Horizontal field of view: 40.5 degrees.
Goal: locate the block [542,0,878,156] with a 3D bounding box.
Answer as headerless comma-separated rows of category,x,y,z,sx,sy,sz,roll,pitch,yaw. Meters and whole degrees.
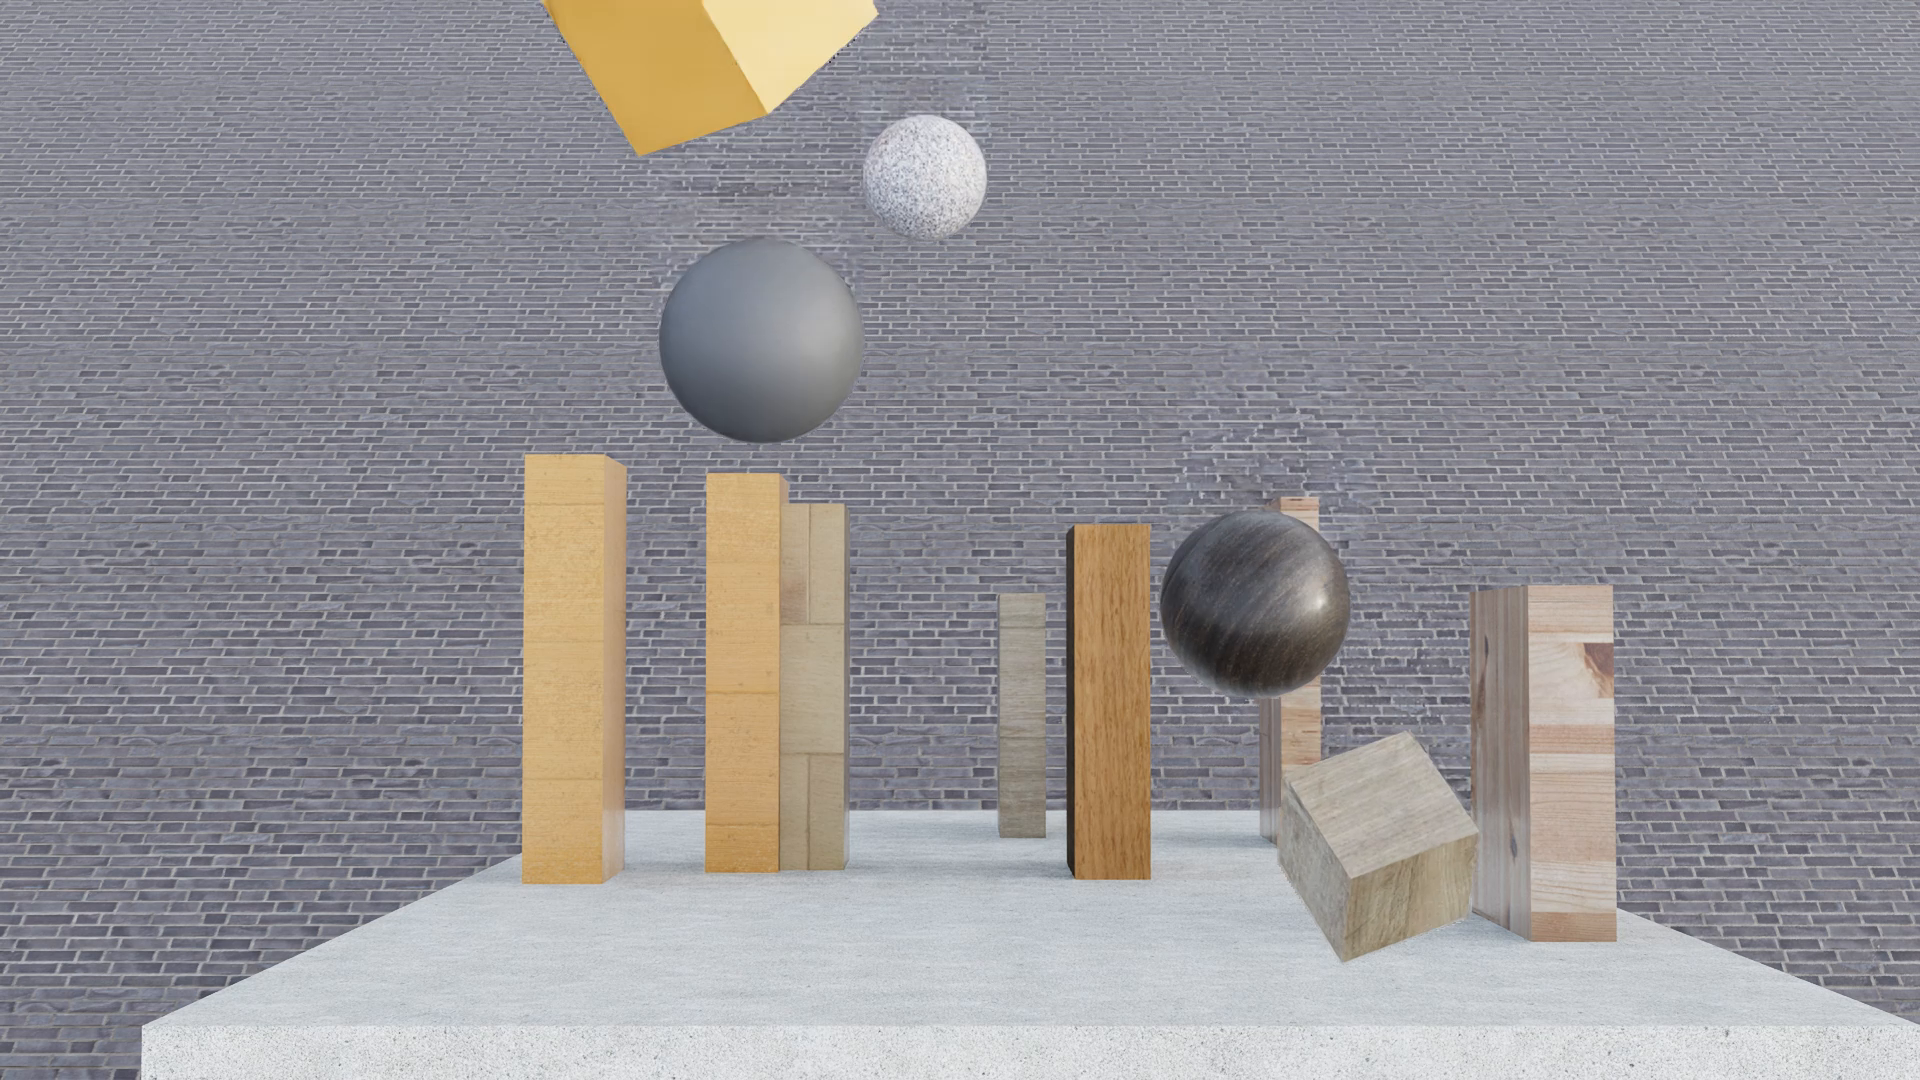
block,-0.254,-0.542,2.608,0.201,0.201,0.201,-8,32,44

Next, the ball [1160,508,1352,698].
ball,0.326,0.070,2.870,0.209,0.209,0.209,0,37,0

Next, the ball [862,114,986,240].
ball,-0.035,-0.355,2.552,0.122,0.122,0.122,0,37,0

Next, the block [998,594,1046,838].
block,0.143,0.408,6.127,0.104,0.554,0.443,0,-2,0

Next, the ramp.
ramp,0.081,0.683,4.918,2.000,0.100,4.000,0,-2,0

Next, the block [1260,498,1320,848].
block,0.731,0.293,5.788,0.084,0.754,0.415,0,-2,0

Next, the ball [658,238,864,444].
ball,-0.189,-0.189,2.472,0.194,0.194,0.194,0,37,0

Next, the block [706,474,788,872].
block,-0.417,0.259,5.115,0.139,0.764,0.276,0,-2,0

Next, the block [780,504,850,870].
block,-0.288,0.289,5.162,0.128,0.709,0.259,0,-2,0

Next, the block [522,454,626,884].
block,-0.722,0.241,4.895,0.145,0.781,0.319,0,-2,0

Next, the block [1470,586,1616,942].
block,0.891,0.334,4.004,0.124,0.517,0.440,0,-2,0

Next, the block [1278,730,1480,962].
block,0.457,0.336,2.858,0.154,0.154,0.154,-18,48,-13

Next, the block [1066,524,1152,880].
block,0.283,0.308,5.015,0.140,0.658,0.382,0,-2,0
